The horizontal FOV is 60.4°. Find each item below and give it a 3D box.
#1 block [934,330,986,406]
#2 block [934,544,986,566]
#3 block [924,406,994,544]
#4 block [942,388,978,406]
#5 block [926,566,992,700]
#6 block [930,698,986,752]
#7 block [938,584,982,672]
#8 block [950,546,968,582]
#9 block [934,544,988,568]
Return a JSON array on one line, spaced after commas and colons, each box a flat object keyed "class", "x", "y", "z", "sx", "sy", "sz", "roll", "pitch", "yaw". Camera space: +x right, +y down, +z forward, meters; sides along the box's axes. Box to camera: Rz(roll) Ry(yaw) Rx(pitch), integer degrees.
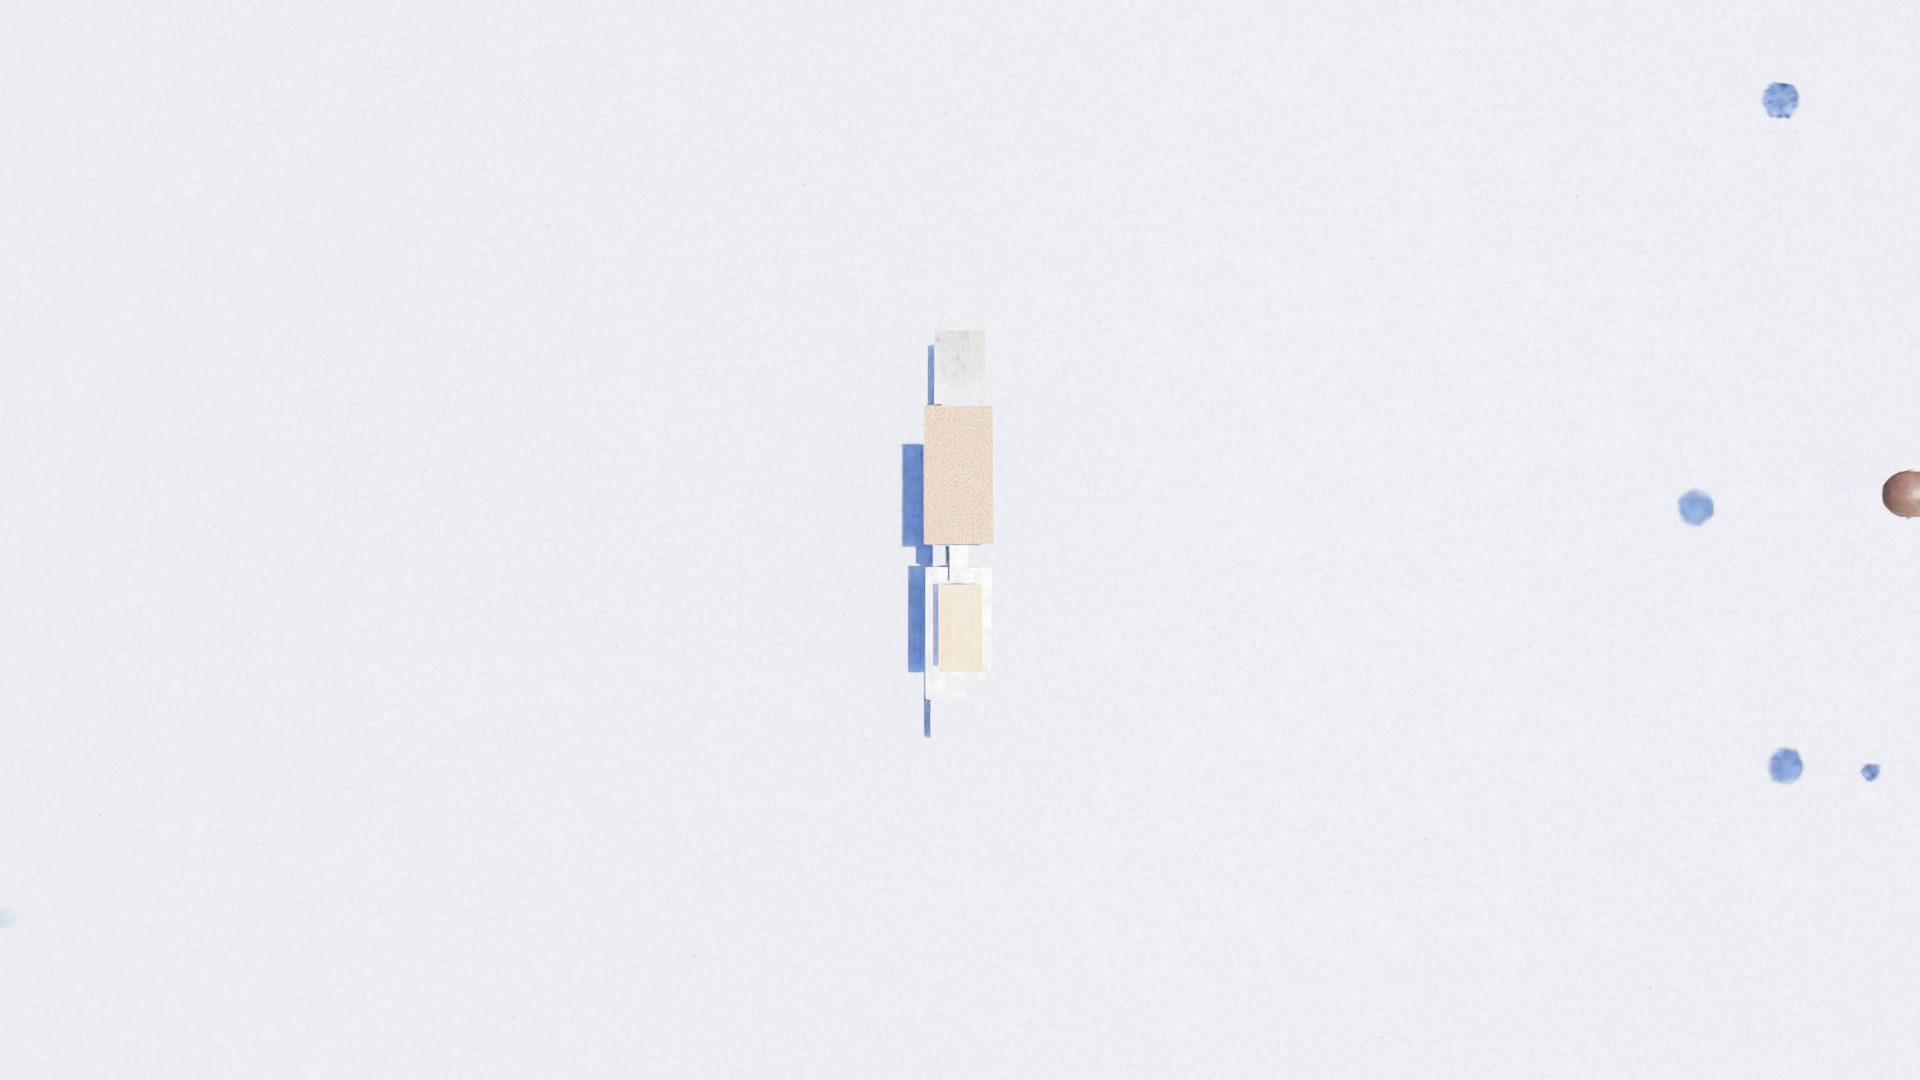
[{"class": "block", "x": 0.000, "y": -0.495, "z": 5.161, "sx": 0.158, "sy": 0.045, "sz": 0.317, "roll": 0, "pitch": 90, "yaw": 0}, {"class": "block", "x": -0.001, "y": -0.076, "z": 4.558, "sx": 0.145, "sy": 0.041, "sz": 0.291, "roll": 0, "pitch": 90, "yaw": 0}, {"class": "block", "x": -0.003, "y": -0.163, "z": 4.165, "sx": 0.174, "sy": 0.049, "sz": 0.347, "roll": 0, "pitch": 90, "yaw": 0}, {"class": "block", "x": 0.001, "y": -0.328, "z": 4.702, "sx": 0.102, "sy": 0.029, "sz": 0.204, "roll": 0, "pitch": 90, "yaw": 0}, {"class": "block", "x": -0.004, "y": 0.252, "z": 4.487, "sx": 0.178, "sy": 0.050, "sz": 0.356, "roll": 0, "pitch": 90, "yaw": 0}, {"class": "block", "x": -0.004, "y": 0.480, "z": 5.128, "sx": 0.174, "sy": 0.049, "sz": 0.347, "roll": 0, "pitch": 90, "yaw": 0}, {"class": "block", "x": 0.002, "y": 0.226, "z": 4.223, "sx": 0.112, "sy": 0.032, "sz": 0.223, "roll": 0, "pitch": 90, "yaw": 0}, {"class": "block", "x": -0.003, "y": 0.061, "z": 4.360, "sx": 0.048, "sy": 0.014, "sz": 0.095, "roll": 0, "pitch": 90, "yaw": 0}, {"class": "block", "x": 0.003, "y": 0.140, "z": 4.892, "sx": 0.162, "sy": 0.046, "sz": 0.323, "roll": 0, "pitch": 90, "yaw": 0}]
